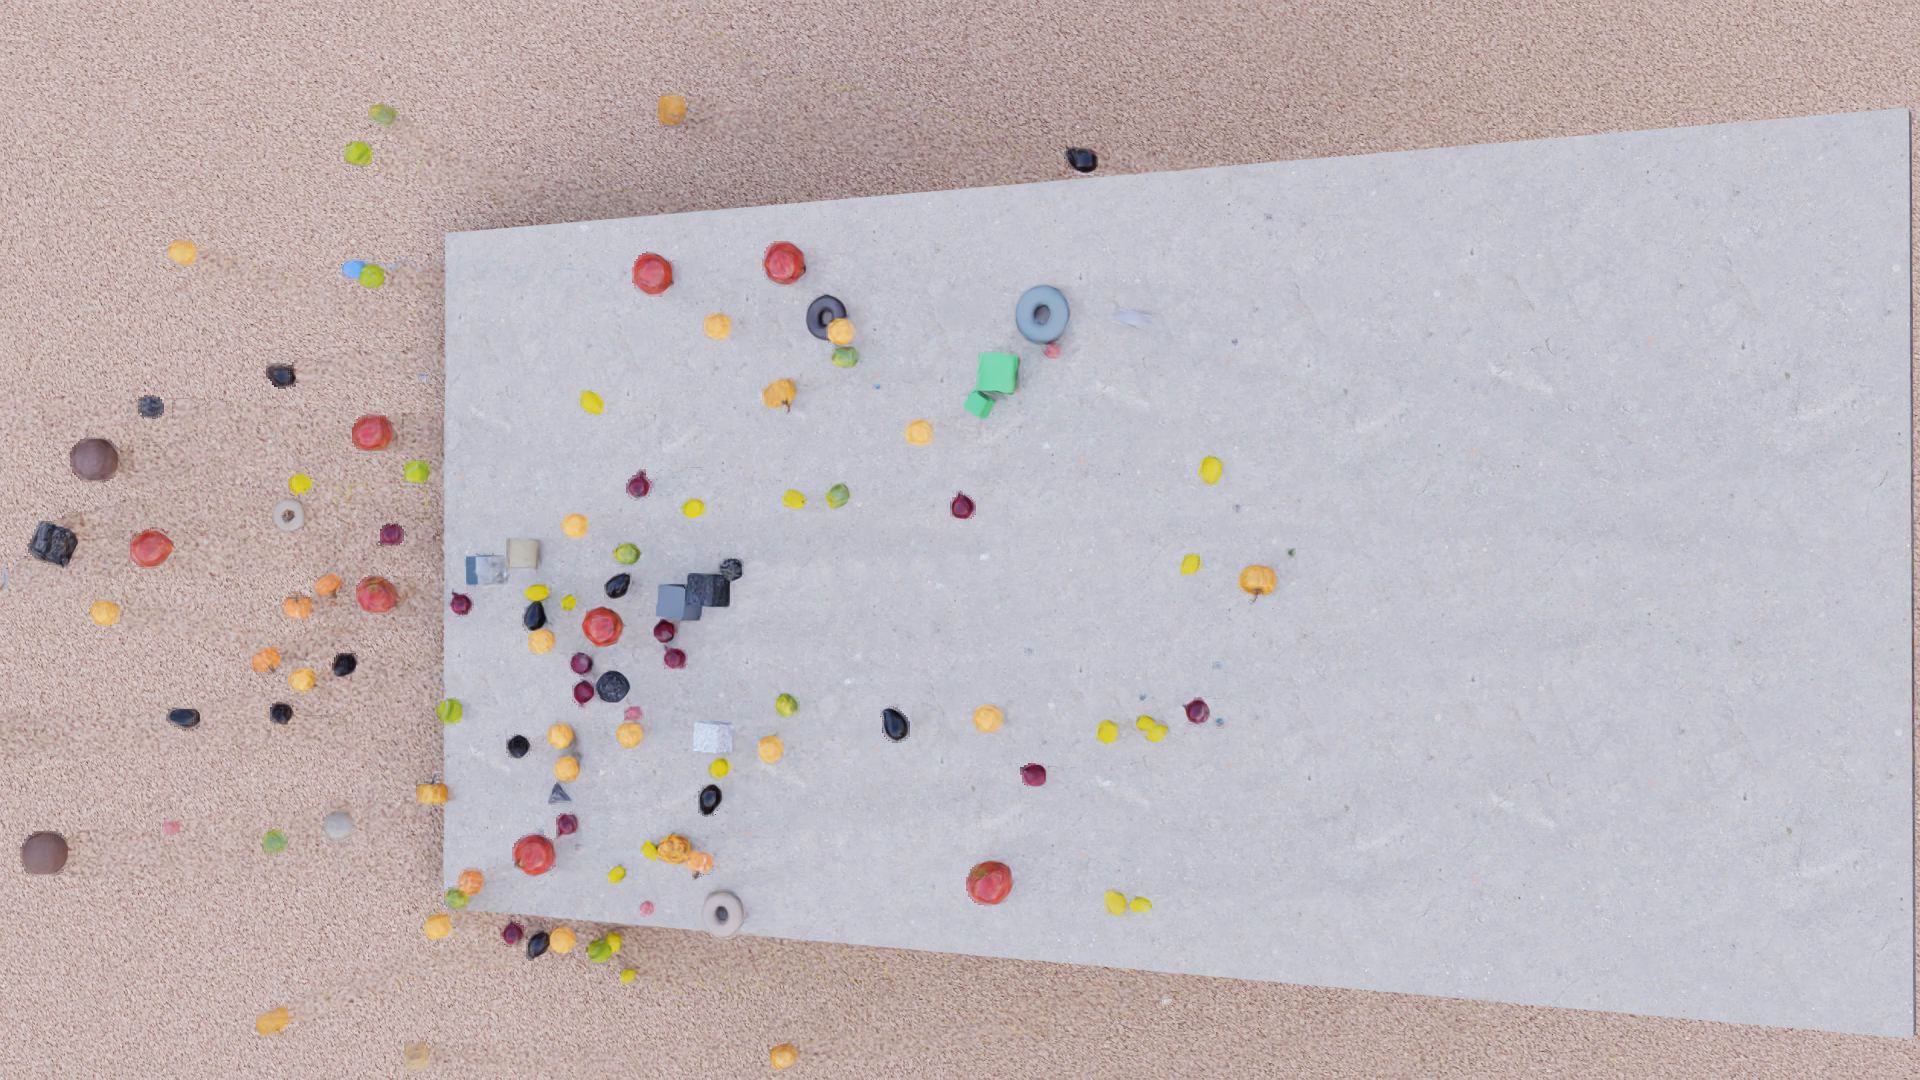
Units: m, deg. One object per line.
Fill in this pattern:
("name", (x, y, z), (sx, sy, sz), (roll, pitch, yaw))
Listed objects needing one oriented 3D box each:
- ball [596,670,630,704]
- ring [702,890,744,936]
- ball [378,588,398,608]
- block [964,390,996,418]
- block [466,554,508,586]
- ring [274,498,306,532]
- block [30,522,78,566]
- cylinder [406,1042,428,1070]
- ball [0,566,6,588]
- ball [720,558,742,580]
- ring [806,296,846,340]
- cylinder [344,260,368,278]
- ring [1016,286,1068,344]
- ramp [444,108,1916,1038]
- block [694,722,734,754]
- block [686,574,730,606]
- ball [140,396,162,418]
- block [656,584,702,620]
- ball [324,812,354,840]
("ball", (-0.963, 0.407, 6.099), (0.090, 0.090, 0.090), (0, 89, 0))
("ring", (-0.653, 1.028, 6.048), (0.128, 0.043, 0.128), (0, 91, 26))
("ball", (-1.709, 0.175, 6.582), (0.058, 0.058, 0.058), (0, 89, 0))
("block", (0.051, -0.352, 5.703), (0.051, 0.051, 0.051), (37, 105, 22))
("block", (-1.378, 0.087, 6.400), (0.083, 0.083, 0.083), (-6, 87, 27))
("ring", (-2.012, -0.074, 6.598), (0.098, 0.033, 0.098), (0, 90, 1))
("block", (-2.695, 0.013, 6.543), (0.089, 0.089, 0.089), (15, 68, 1))
("cylinder", (-1.618, 1.535, 6.544), (0.058, 0.058, 0.058), (-25, 47, 0))
("ball", (-2.893, 0.110, 6.570), (0.084, 0.084, 0.084), (0, 89, 0))
("ball", (-0.626, 0.081, 6.029), (0.062, 0.062, 0.062), (0, 89, 0))
("ring", (-0.359, -0.597, 5.918), (0.122, 0.041, 0.122), (0, 90, 28))
("cylinder", (-1.810, -0.810, 6.589), (0.052, 0.052, 0.052), (1, 101, 5))
("ring", (0.210, -0.578, 5.626), (0.149, 0.050, 0.149), (0, 91, 27))
("ramp", (0.279, 0.079, 5.667), (4.000, 0.100, 2.000), (0, 89, 27))
("block", (-0.678, 0.542, 6.046), (0.077, 0.077, 0.077), (4, 91, 27))
("block", (-0.693, 0.138, 6.053), (0.085, 0.085, 0.085), (4, 91, 27))
("ball", (-2.425, -0.398, 6.586), (0.062, 0.062, 0.062), (0, 89, 0))
("block", (-0.776, 0.171, 6.092), (0.089, 0.089, 0.089), (8, 93, 27))
("ball", (-1.853, 0.854, 6.563), (0.082, 0.082, 0.082), (0, 89, 0))
